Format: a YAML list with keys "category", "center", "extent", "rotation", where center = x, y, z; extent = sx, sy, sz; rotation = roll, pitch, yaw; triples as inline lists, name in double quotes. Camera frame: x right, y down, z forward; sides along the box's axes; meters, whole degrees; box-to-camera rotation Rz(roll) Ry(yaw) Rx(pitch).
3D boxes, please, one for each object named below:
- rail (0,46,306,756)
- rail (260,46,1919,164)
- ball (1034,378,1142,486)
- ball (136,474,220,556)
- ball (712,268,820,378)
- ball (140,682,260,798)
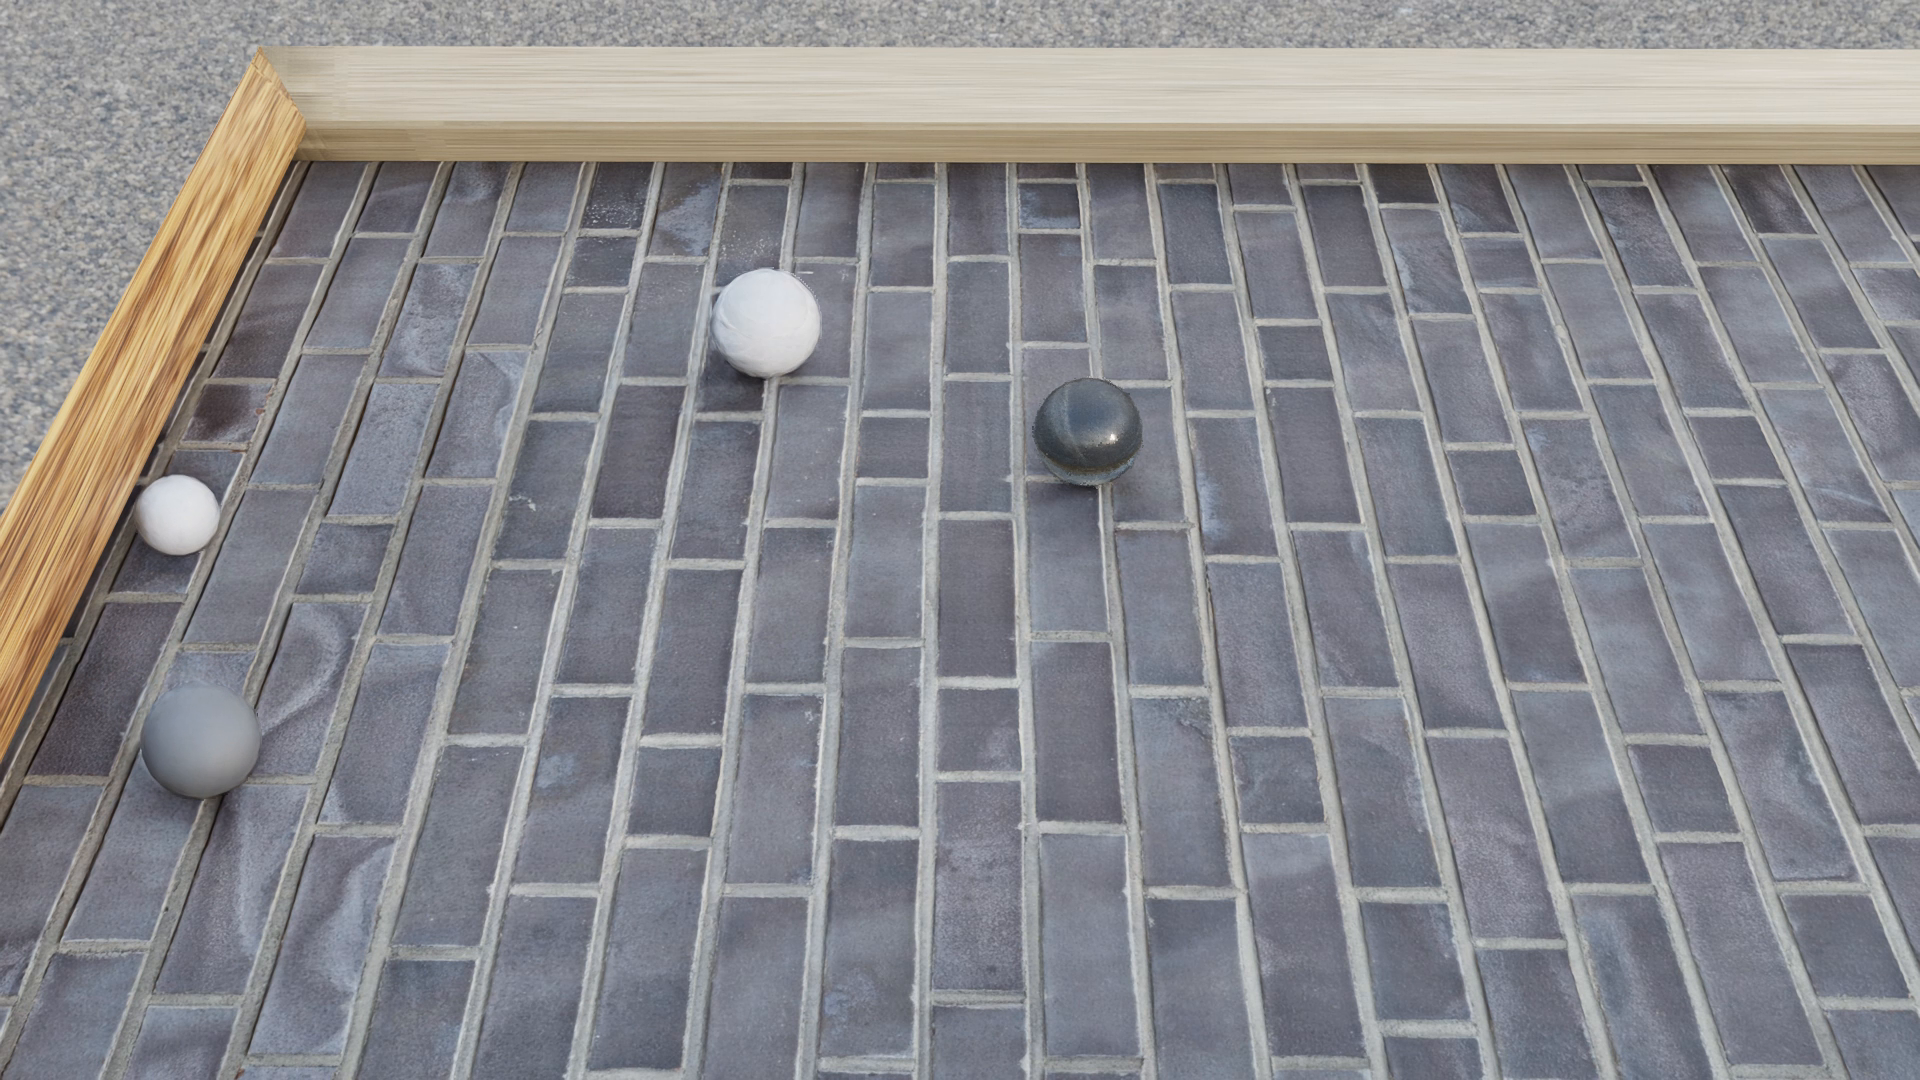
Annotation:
- category: "rail"
  center: [-0.628, -0.020, 1.848]
  extent: [0.045, 0.115, 1.356]
  rotation: [0, 35, 0]
- category: "rail"
  center: [0.656, -0.392, 2.378]
  extent: [2.608, 0.115, 0.045]
  rotation: [0, 35, 0]
- category: "ball"
  center: [0.098, -0.082, 1.966]
  extent: [0.083, 0.083, 0.083]
  rotation: [0, 35, 0]
- category: "ball"
  center: [-0.578, -0.018, 1.896]
  extent: [0.060, 0.060, 0.060]
  rotation: [0, 35, 0]
- category: "ball"
  center: [-0.158, -0.177, 2.096]
  extent: [0.089, 0.089, 0.089]
  rotation: [0, 35, 0]
- category: "ball"
  center: [-0.494, 0.130, 1.670]
  extent: [0.075, 0.075, 0.075]
  rotation: [0, 35, 0]
